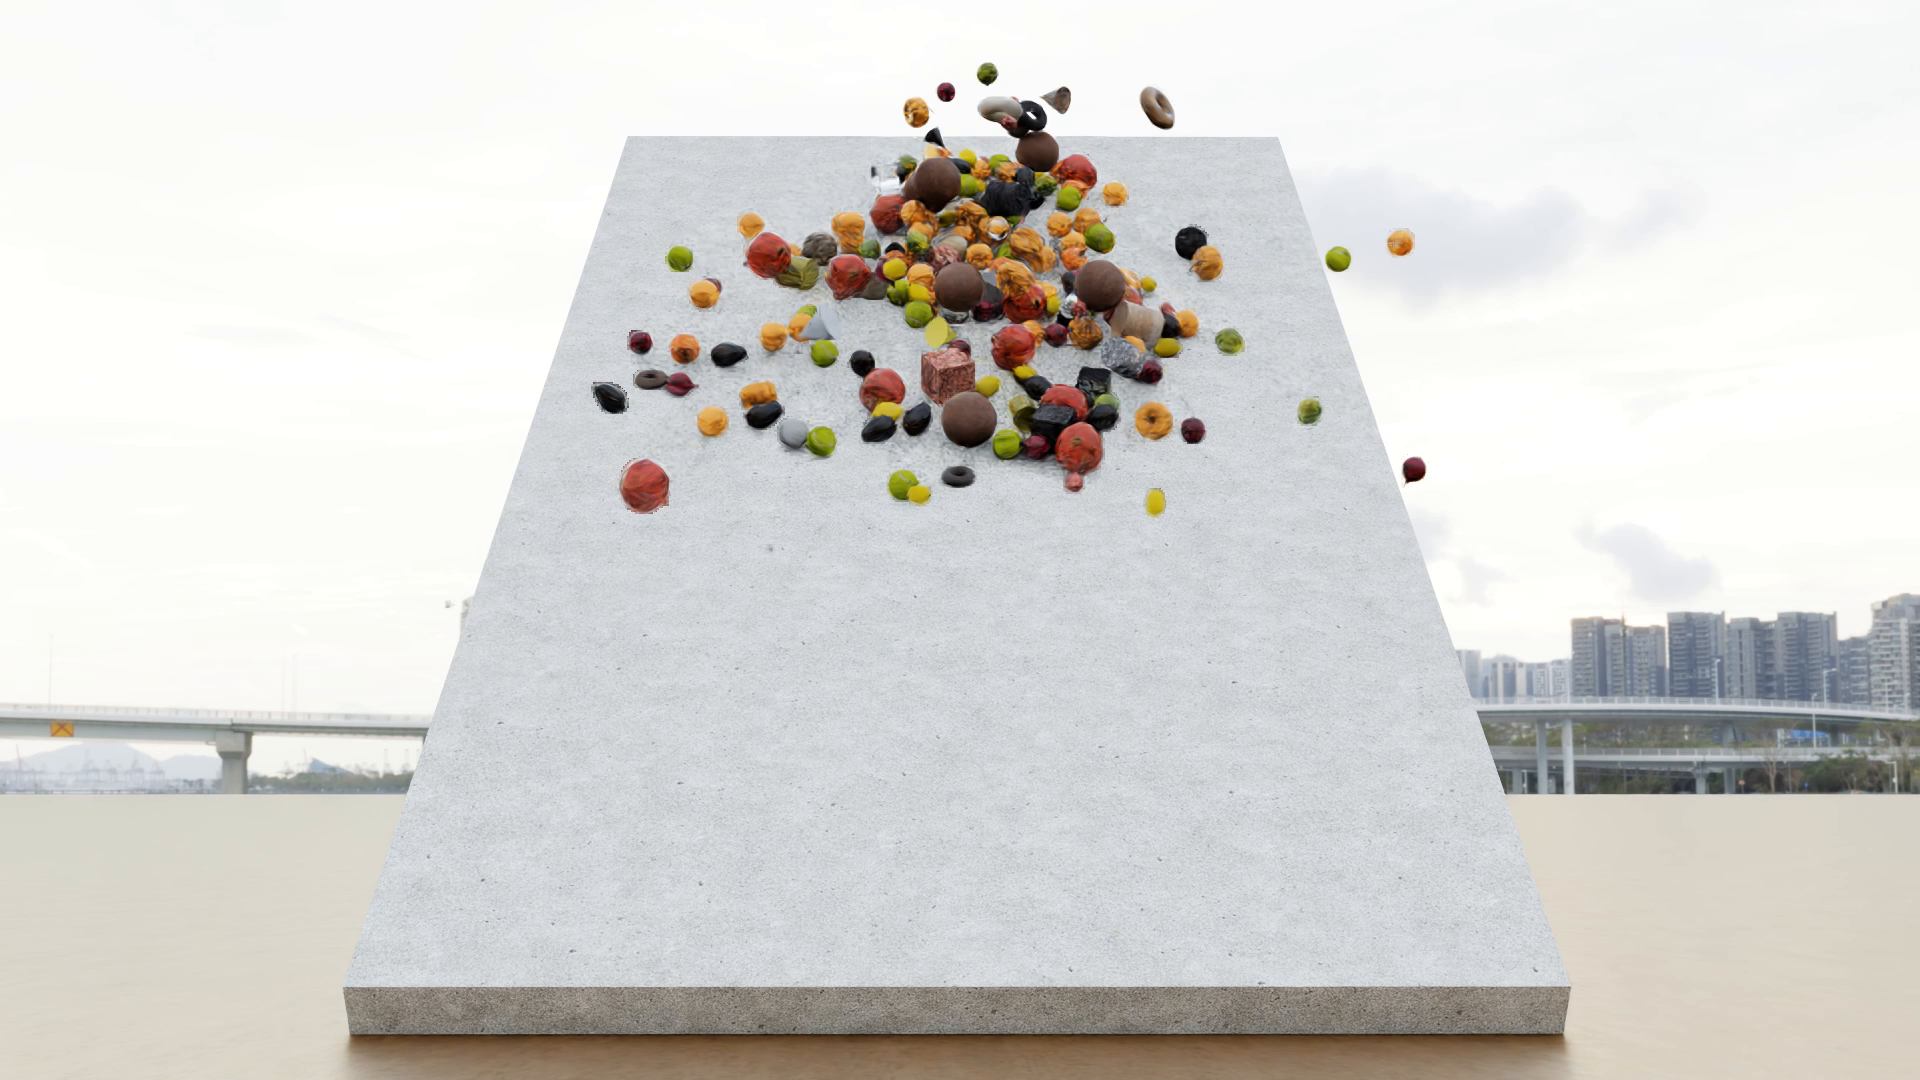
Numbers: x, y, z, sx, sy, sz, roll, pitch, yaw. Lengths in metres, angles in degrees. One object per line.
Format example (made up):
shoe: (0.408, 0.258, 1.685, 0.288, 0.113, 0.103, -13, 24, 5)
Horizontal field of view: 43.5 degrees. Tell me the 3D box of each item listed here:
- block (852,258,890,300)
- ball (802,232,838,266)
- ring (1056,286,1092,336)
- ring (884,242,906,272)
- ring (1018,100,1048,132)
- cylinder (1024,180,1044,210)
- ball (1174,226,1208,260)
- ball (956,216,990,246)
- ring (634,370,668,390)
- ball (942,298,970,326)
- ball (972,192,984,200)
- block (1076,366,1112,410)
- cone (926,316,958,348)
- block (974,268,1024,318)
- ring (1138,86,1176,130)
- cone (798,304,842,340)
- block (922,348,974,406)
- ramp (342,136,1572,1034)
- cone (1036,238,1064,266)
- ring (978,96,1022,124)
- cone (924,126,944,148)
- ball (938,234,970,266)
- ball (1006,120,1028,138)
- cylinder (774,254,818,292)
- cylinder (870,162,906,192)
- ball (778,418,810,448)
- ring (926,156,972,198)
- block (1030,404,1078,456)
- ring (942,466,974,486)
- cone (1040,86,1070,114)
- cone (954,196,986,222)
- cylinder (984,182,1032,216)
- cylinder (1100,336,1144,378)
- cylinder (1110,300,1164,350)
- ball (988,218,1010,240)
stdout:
block: (-0.232, -0.686, 6.335, 0.081, 0.081, 0.081, 8, 30, 13)
ball: (-0.377, -0.784, 6.492, 0.095, 0.095, 0.095, 0, -6, 0)
ring: (0.289, -0.581, 6.107, 0.046, 0.137, 0.137, 30, 0, 12)
ring: (-0.172, -0.760, 6.468, 0.027, 0.080, 0.080, -17, 6, -36)
ring: (0.208, -1.232, 6.988, 0.104, 0.104, 0.035, 4, -31, -34)
cylinder: (0.204, -0.987, 6.880, 0.065, 0.065, 0.065, 1, 36, -9)
ball: (0.627, -0.807, 6.546, 0.090, 0.090, 0.090, 0, -6, 0)
ball: (0.035, -0.848, 6.673, 0.095, 0.095, 0.095, 0, -6, 0)
ring: (-0.751, -0.391, 5.866, 0.081, 0.027, 0.081, -1, 29, 1)
ball: (-0.010, -0.582, 6.162, 0.072, 0.072, 0.072, 0, -6, 0)
ball: (0.059, -0.964, 6.860, 0.050, 0.050, 0.050, 0, -6, 0)
block: (0.321, -0.364, 5.777, 0.073, 0.073, 0.073, 7, 30, 12)
cone: (-0.031, -0.518, 6.084, 0.080, 0.080, 0.080, -6, -10, 44)
block: (0.101, -0.641, 6.249, 0.089, 0.089, 0.089, -20, 35, -31)
ring: (0.502, -1.098, 6.119, 0.042, 0.125, 0.125, -32, -22, 29)
cone: (-0.325, -0.468, 5.370, 0.090, 0.090, 0.090, -24, -15, 20)
block: (-0.029, -0.394, 5.804, 0.096, 0.096, 0.096, -13, 32, -22)
ramp: (-0.013, -0.214, 5.685, 2.000, 0.100, 4.000, 0, 29, 0)
cone: (0.252, -0.790, 6.513, 0.075, 0.075, 0.075, 10, 33, -7)
ring: (0.113, -1.218, 6.819, 0.129, 0.043, 0.129, 6, -13, 1)
cone: (-0.064, -1.172, 7.076, 0.061, 0.061, 0.061, -39, -15, -13)
ball: (-0.015, -0.781, 6.487, 0.085, 0.085, 0.085, 0, -6, 0)
ball: (0.168, -1.206, 7.018, 0.070, 0.070, 0.070, 0, -6, 0)
cylinder: (-0.432, -0.708, 6.367, 0.085, 0.085, 0.085, 15, 1, 24)
cylinder: (-0.202, -1.021, 6.768, 0.076, 0.076, 0.076, -15, -1, -20)
ball: (-0.384, -0.246, 5.567, 0.070, 0.070, 0.070, 0, -6, 0)
ring: (-0.034, -1.030, 6.850, 0.143, 0.048, 0.143, -18, -33, -13)
block: (0.217, -0.255, 5.571, 0.085, 0.085, 0.085, 10, 31, 16)
ring: (-0.005, -0.144, 5.435, 0.075, 0.025, 0.075, 1, 29, -1)
cone: (0.269, -1.305, 7.113, 0.085, 0.085, 0.085, 15, 3, 33)
cone: (0.022, -0.927, 6.759, 0.086, 0.086, 0.086, 8, -3, 17)
cylinder: (0.123, -0.877, 6.191, 0.090, 0.090, 0.090, 7, -1, 35)
cylinder: (0.390, -0.436, 5.764, 0.078, 0.078, 0.078, -4, -19, 34)
cylinder: (0.440, -0.533, 5.980, 0.099, 0.099, 0.099, 14, -10, -19)
ball: (0.104, -0.838, 6.476, 0.060, 0.060, 0.060, 0, -6, 0)
